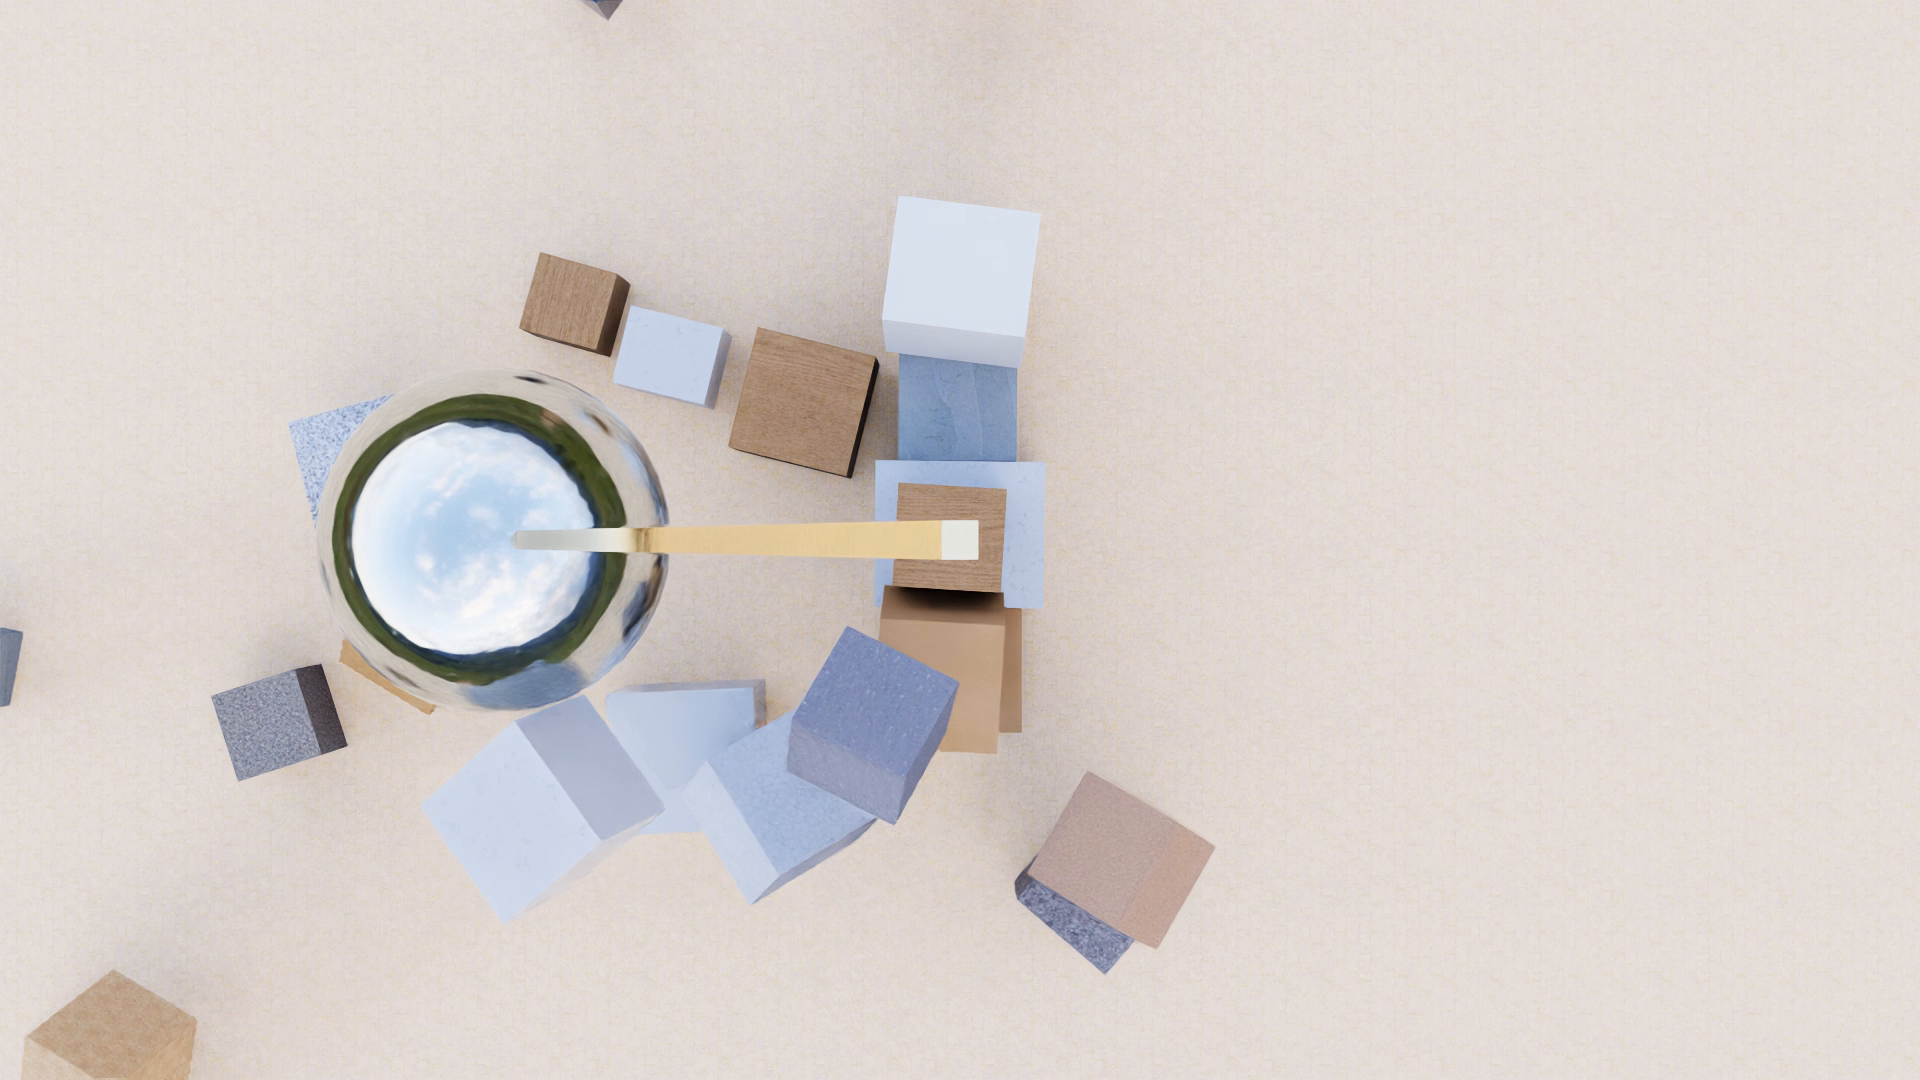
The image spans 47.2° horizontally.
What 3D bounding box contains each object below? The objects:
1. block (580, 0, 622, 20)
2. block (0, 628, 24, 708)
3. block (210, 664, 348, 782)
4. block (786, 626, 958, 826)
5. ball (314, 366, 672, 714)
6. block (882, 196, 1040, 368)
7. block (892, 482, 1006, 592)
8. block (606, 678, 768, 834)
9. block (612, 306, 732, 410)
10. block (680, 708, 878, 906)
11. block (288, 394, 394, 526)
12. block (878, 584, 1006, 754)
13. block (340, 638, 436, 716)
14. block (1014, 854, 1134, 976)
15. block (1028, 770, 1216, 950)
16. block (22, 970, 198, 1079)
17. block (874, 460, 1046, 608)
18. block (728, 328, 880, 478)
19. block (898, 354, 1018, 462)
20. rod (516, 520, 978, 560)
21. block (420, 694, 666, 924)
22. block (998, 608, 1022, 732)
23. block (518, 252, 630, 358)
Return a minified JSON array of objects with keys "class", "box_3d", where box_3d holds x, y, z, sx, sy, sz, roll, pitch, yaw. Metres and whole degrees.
[{"class":"block","box_3d":[-2.106,-3.325,12.790,0.342,0.421,0.386,36,90,0]},{"class":"block","box_3d":[-5.817,0.715,12.732,0.492,0.536,0.443,11,90,0]},{"class":"block","box_3d":[-3.934,1.052,12.735,0.499,0.530,0.513,-18,90,0]},{"class":"block","box_3d":[-0.445,0.934,11.000,0.623,0.645,0.581,26,62,7]},{"class":"ball","box_3d":[-2.130,0.000,10.099,1.600,1.600,1.600,0,90,0]},{"class":"block","box_3d":[0.007,-1.389,11.946,0.757,0.764,0.676,7,82,1]},{"class":"block","box_3d":[-0.055,-0.013,11.946,0.577,0.557,0.551,3,90,0]},{"class":"block","box_3d":[-1.542,1.231,12.611,0.817,0.778,0.788,-3,90,0]},{"class":"block","box_3d":[-1.661,-1.051,12.741,0.537,0.518,0.449,14,90,0]},{"class":"block","box_3d":[-0.952,1.405,11.795,0.699,0.693,0.716,-29,80,-27]},{"class":"block","box_3d":[-3.266,-0.372,12.610,0.767,0.781,0.787,-15,90,0]},{"class":"block","box_3d":[-0.110,0.697,11.979,0.661,0.639,0.720,3,105,-1]},{"class":"block","box_3d":[-3.114,0.522,12.601,0.610,0.606,0.521,31,51,0]},{"class":"block","box_3d":[0.766,2.000,12.677,0.656,0.647,0.612,41,90,0]},{"class":"block","box_3d":[0.880,1.739,11.944,0.629,0.548,0.647,28,85,35]},{"class":"block","box_3d":[-4.837,3.007,12.480,0.604,0.679,0.682,26,121,12]},{"class":"block","box_3d":[-0.003,-0.032,12.612,0.941,0.776,0.813,1,90,0]},{"class":"block","box_3d":[-0.891,-0.781,12.696,0.687,0.609,0.696,14,90,0]},{"class":"block","box_3d":[-0.012,-0.770,12.646,0.662,0.707,0.651,0,90,0]},{"class":"rod","box_3d":[-0.923,0.000,6.920,0.080,5.200,0.080,0,90,-21]},{"class":"block","box_3d":[-1.899,1.221,10.060,0.679,0.582,0.664,-40,82,22]},{"class":"block","box_3d":[-0.003,0.736,12.692,0.701,0.615,0.700,0,90,0]},{"class":"block","box_3d":[-2.226,-1.358,12.742,0.456,0.516,0.451,16,90,0]}]
